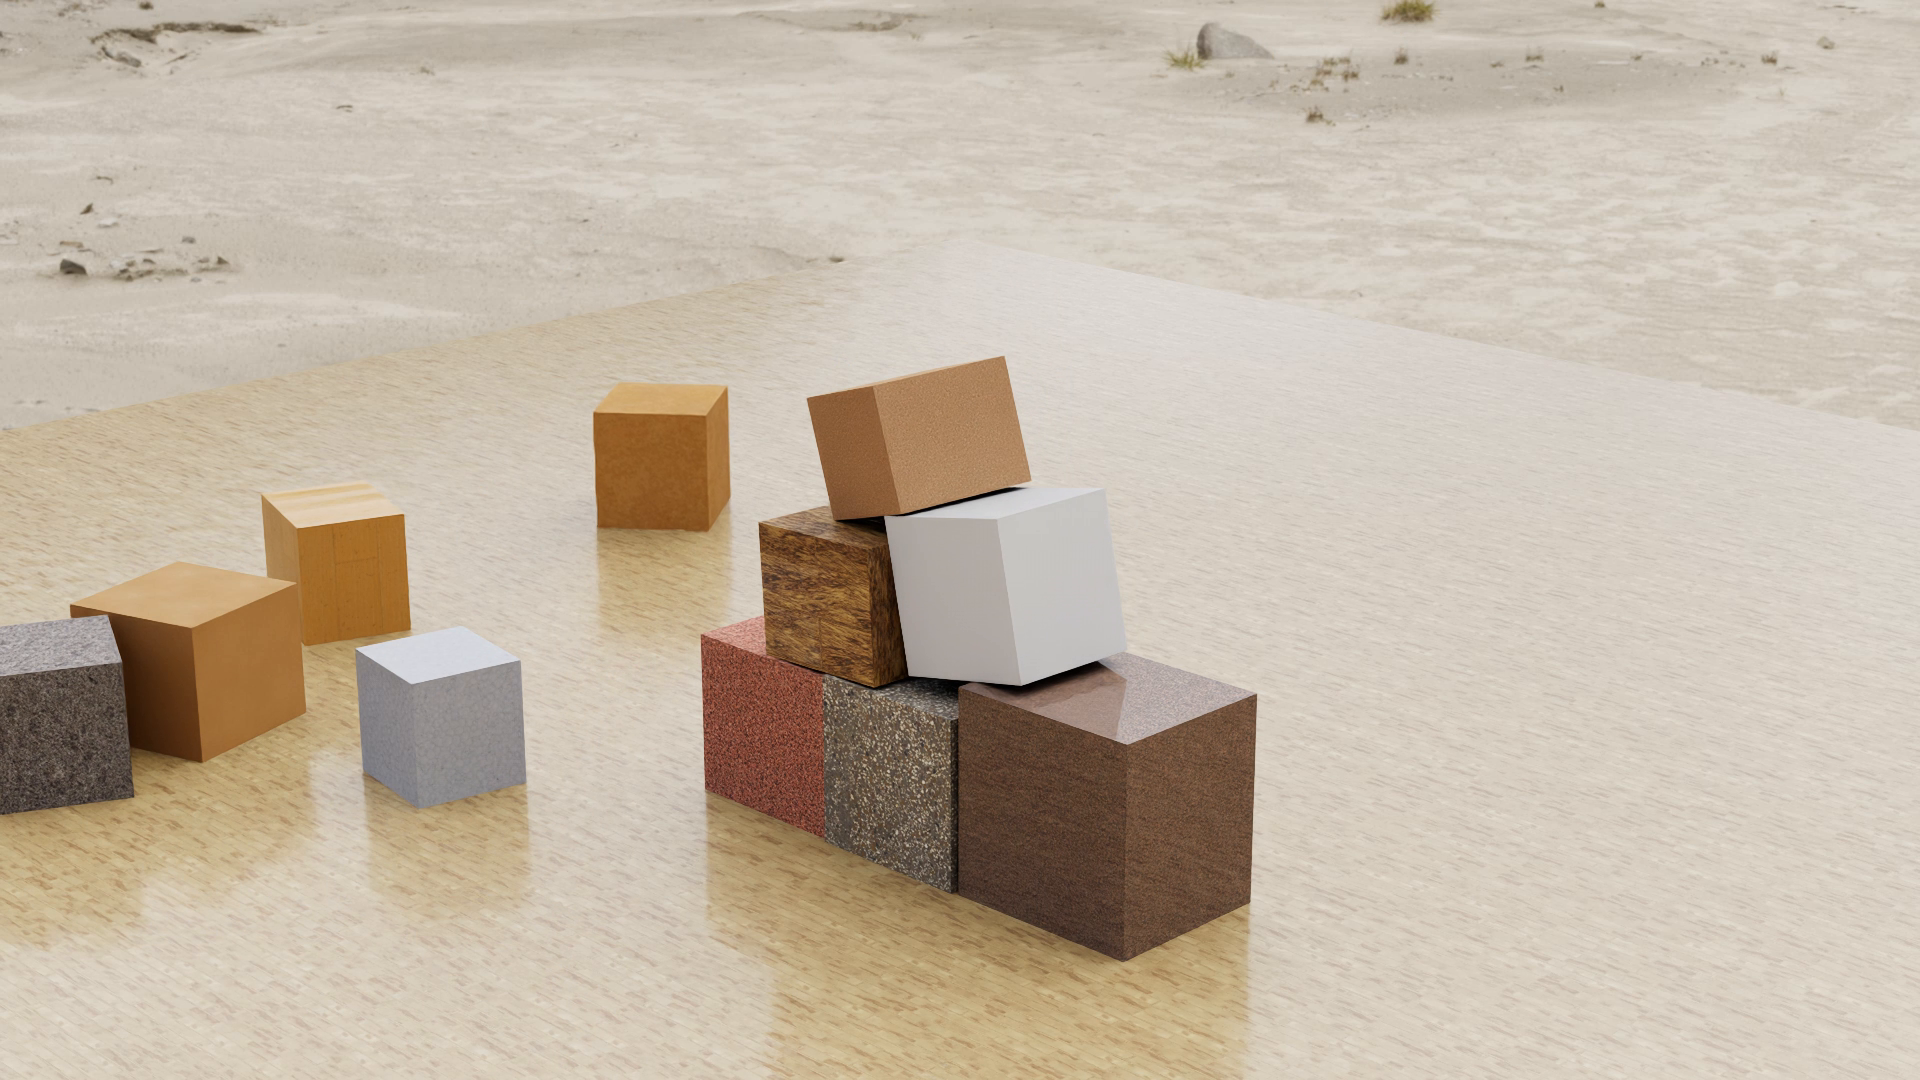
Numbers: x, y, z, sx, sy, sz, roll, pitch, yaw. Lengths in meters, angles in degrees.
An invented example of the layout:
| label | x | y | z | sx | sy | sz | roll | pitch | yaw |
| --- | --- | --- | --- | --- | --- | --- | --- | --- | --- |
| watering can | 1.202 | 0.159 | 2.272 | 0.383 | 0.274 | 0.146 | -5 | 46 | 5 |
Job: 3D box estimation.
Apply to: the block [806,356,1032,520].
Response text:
| label | x | y | z | sx | sy | sz | roll | pitch | yaw |
| --- | --- | --- | --- | --- | --- | --- | --- | --- | --- |
| block | -0.194 | -0.467 | 13.552 | 0.693 | 0.587 | 0.695 | -15 | 5 | -28 |

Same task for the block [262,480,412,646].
| label | x | y | z | sx | sy | sz | roll | pitch | yaw |
| --- | --- | --- | --- | --- | --- | --- | --- | --- | --- |
| block | -3.578 | 0.122 | 16.802 | 0.613 | 0.692 | 0.764 | -9 | 20 | -26 |

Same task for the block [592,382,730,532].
| label | x | y | z | sx | sy | sz | roll | pitch | yaw |
| --- | --- | --- | --- | --- | --- | --- | --- | --- | --- |
| block | -1.903 | -0.541 | 18.805 | 0.720 | 0.757 | 0.756 | 2 | 18 | 6 |

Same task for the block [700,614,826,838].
| label | x | y | z | sx | sy | sz | roll | pitch | yaw |
| --- | --- | --- | --- | --- | --- | --- | --- | --- | --- |
| block | -0.656 | 0.849 | 14.293 | 0.808 | 0.809 | 0.890 | -17 | 24 | -42 |

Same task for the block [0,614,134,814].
| label | x | y | z | sx | sy | sz | roll | pitch | yaw |
| --- | --- | --- | --- | --- | --- | --- | --- | --- | --- |
| block | -4.499 | 0.855 | 14.452 | 0.703 | 0.703 | 0.755 | -6 | 19 | -20 |

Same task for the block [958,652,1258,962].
| label | x | y | z | sx | sy | sz | roll | pitch | yaw |
| --- | --- | --- | --- | --- | --- | --- | --- | --- | --- |
| block | 0.649 | 1.138 | 13.053 | 0.991 | 1.001 | 0.862 | 16 | 24 | 42 |

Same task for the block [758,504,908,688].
| label | x | y | z | sx | sy | sz | roll | pitch | yaw |
| --- | --- | --- | --- | --- | --- | --- | --- | --- | --- |
| block | -0.369 | 0.213 | 13.803 | 0.806 | 0.649 | 0.792 | -15 | 19 | -40 |

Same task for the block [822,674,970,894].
| label | x | y | z | sx | sy | sz | roll | pitch | yaw |
| --- | --- | --- | --- | --- | --- | --- | --- | --- | --- |
| block | -0.034 | 1.021 | 13.702 | 0.862 | 0.836 | 0.839 | -17 | 24 | -42 |

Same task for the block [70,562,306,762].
| label | x | y | z | sx | sy | sz | roll | pitch | yaw |
| --- | --- | --- | --- | --- | --- | --- | --- | --- | --- |
| block | -3.986 | 0.618 | 15.179 | 0.803 | 0.719 | 0.804 | 9 | 19 | 26 |

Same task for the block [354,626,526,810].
| label | x | y | z | sx | sy | sz | roll | pitch | yaw |
| --- | --- | --- | --- | --- | --- | --- | --- | --- | --- |
| block | -2.568 | 0.868 | 14.506 | 0.585 | 0.645 | 0.631 | -12 | 21 | -34 |

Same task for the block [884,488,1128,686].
| label | x | y | z | sx | sy | sz | roll | pitch | yaw |
| --- | --- | --- | --- | --- | --- | --- | --- | --- | --- |
| block | 0.206 | 0.194 | 13.214 | 0.656 | 0.743 | 0.766 | -16 | 12 | -39 |
